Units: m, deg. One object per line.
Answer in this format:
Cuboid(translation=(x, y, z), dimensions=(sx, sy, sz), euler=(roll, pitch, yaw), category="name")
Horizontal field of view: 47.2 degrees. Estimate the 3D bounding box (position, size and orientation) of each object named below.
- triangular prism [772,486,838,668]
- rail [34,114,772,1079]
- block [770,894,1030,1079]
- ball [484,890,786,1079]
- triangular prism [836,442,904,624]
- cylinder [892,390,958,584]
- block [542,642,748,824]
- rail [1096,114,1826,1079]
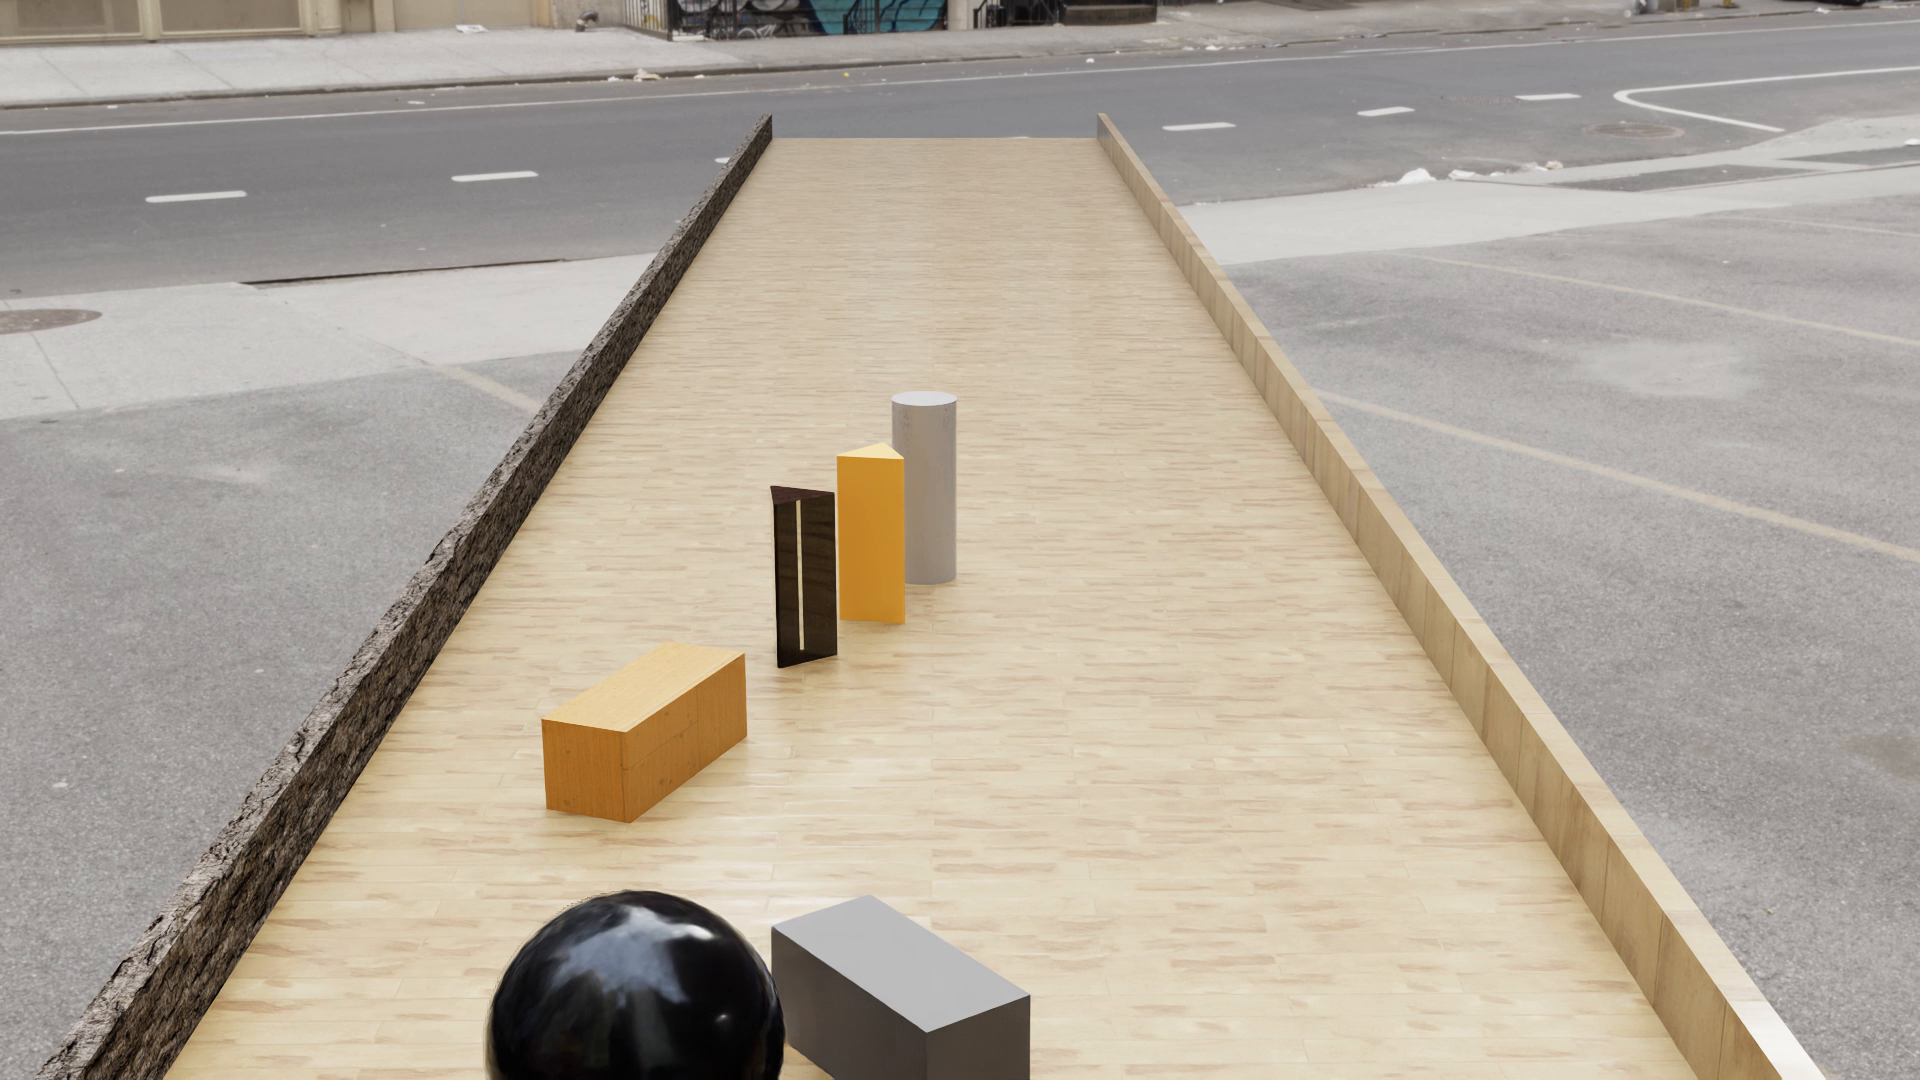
Cuboid(translation=(-0.341, 0.067, 4.409), dimensions=(0.141, 0.338, 0.123), euler=(-12, 21, -36), category="triangular prism")
Cuboid(translation=(-1.118, -0.838, 7.780), dimensions=(0.050, 0.150, 12.000), euler=(0, 17, -1), category="rail")
Cuboid(translation=(-0.082, 0.618, 2.866), dimensions=(0.160, 0.160, 0.356), euler=(-12, 20, -35), category="block")
Cuboid(translation=(-0.385, 0.595, 2.609), dimensions=(0.353, 0.353, 0.353), euler=(0, 17, 0), category="ball")
Cuboid(translation=(-0.175, -0.017, 4.657), dimensions=(0.141, 0.358, 0.122), euler=(3, 17, 11), category="triangular prism")
Cuboid(translation=(-0.079, -0.117, 4.903), dimensions=(0.145, 0.408, 0.145), euler=(0, 17, 0), category="cylinder")
Cuboid(translation=(-0.543, 0.328, 3.840), dimensions=(0.162, 0.162, 0.422), euler=(7, 18, 21), category="block")
Cuboid(translation=(0.932, -0.844, 7.801), dimensions=(0.050, 0.150, 12.000), euler=(0, 17, -1), category="rail")
